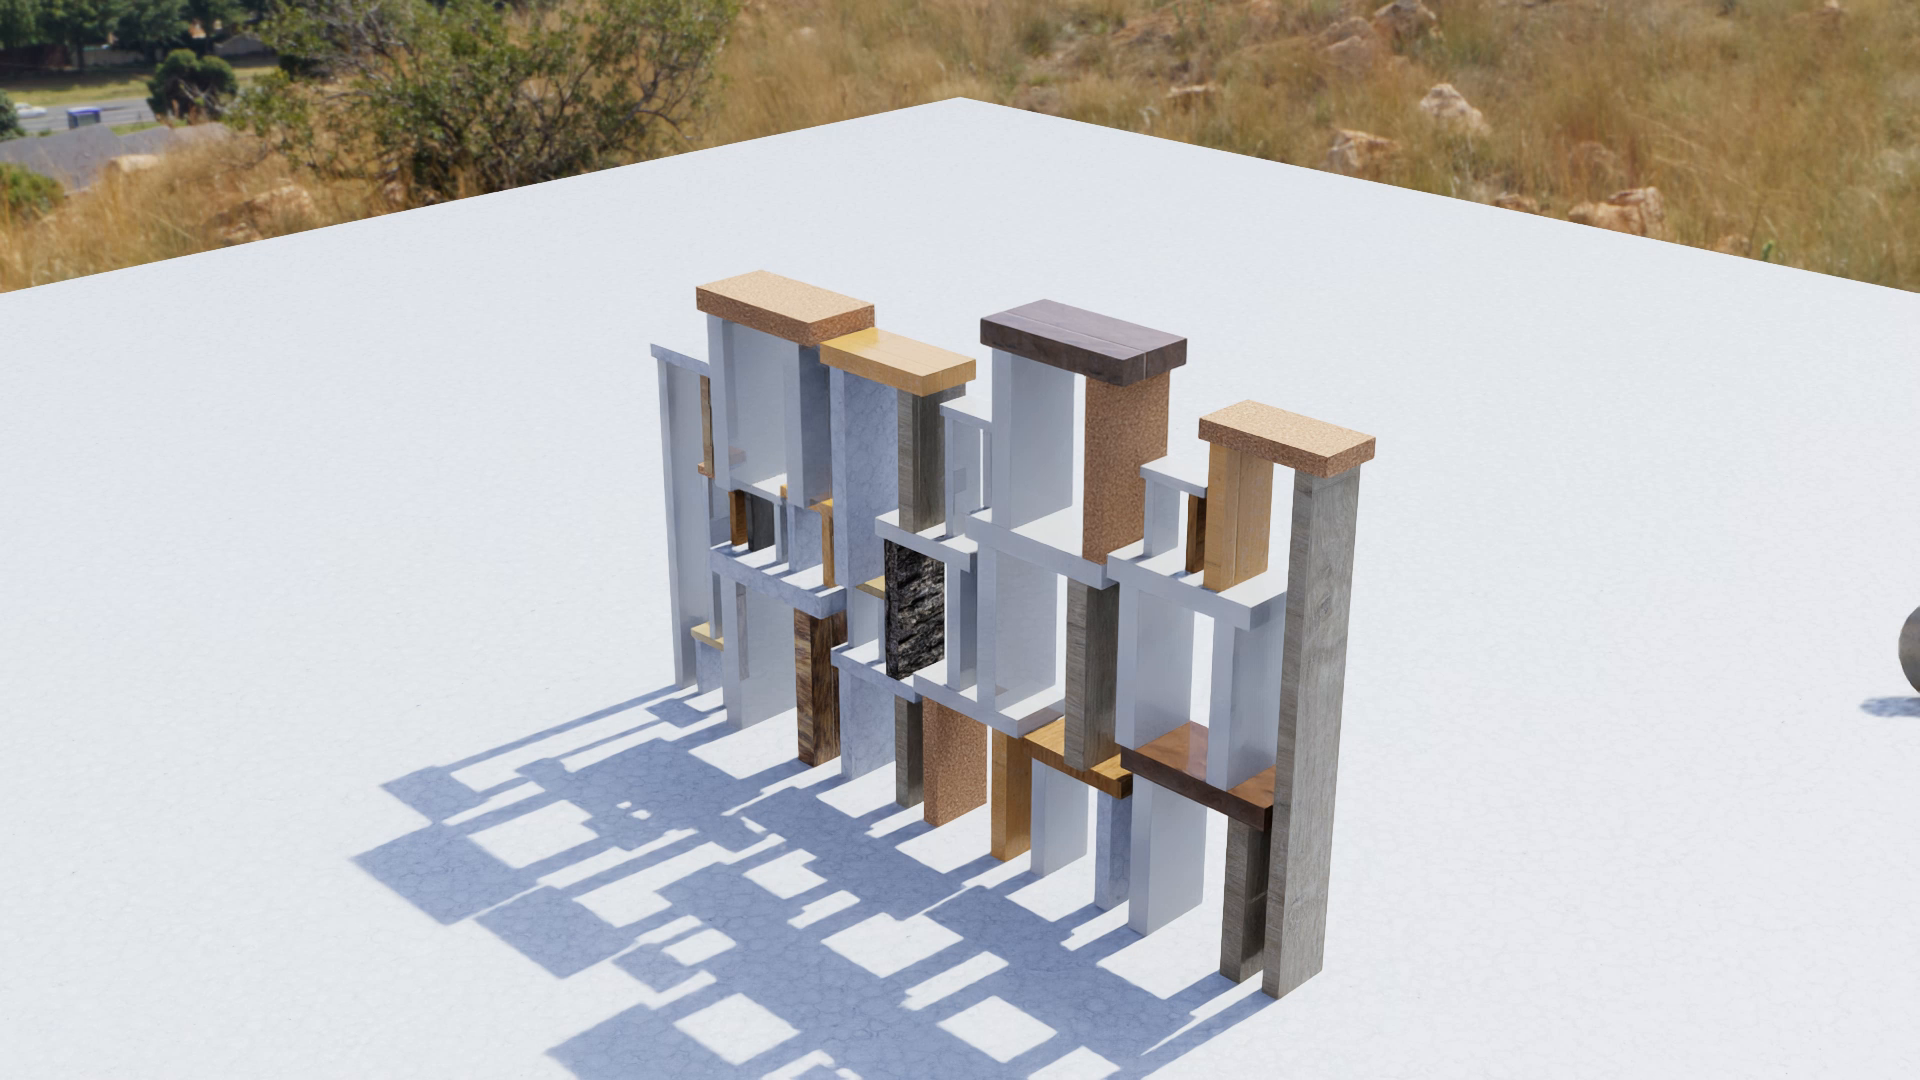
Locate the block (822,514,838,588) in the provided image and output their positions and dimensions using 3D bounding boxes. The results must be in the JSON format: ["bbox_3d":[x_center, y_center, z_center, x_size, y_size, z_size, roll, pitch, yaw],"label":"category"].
[{"bbox_3d":[-0.243,0.011,4.489,0.023,0.162,0.081,21,31,40],"label":"block"}]

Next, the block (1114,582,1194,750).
[{"bbox_3d":[0.350,0.203,3.931,0.158,0.315,0.045,-21,31,-41],"label":"block"}]

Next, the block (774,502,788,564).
[{"bbox_3d":[-0.356,-0.024,4.603,0.019,0.136,0.068,21,30,41],"label":"block"}]

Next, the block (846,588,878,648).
[{"bbox_3d":[-0.199,0.146,4.510,0.020,0.139,0.069,21,31,41],"label":"block"}]

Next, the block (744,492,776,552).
[{"bbox_3d":[-0.421,-0.049,4.662,0.068,0.136,0.019,-22,30,-40],"label":"block"}]

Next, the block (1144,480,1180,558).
[{"bbox_3d":[0.351,-0.046,3.820,0.071,0.142,0.020,-21,31,-41],"label":"block"}]

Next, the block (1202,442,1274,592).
[{"bbox_3d":[0.468,-0.054,3.688,0.037,0.259,0.130,21,31,41],"label":"block"}]

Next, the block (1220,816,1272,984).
[{"bbox_3d":[0.537,0.611,3.906,0.046,0.324,0.162,21,31,41],"label":"block"}]

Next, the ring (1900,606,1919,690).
[{"bbox_3d":[2.224,0.246,4.898,0.258,0.258,0.086,1,-8,3],"label":"ring"}]

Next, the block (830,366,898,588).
[{"bbox_3d":[-0.187,-0.139,4.365,0.040,0.460,0.142,21,31,41],"label":"block"}]

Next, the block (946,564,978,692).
[{"bbox_3d":[0.033,0.151,4.247,0.037,0.259,0.130,21,31,41],"label":"block"}]

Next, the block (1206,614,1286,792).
[{"bbox_3d":[0.498,0.261,3.795,0.045,0.315,0.157,21,31,41],"label":"block"}]

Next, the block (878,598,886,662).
[{"bbox_3d":[-0.134,0.172,4.450,0.020,0.139,0.069,21,31,41],"label":"block"}]

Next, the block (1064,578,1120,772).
[{"bbox_3d":[0.269,0.222,4.027,0.169,0.377,0.048,-21,31,-40],"label":"block"}]

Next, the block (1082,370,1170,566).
[{"bbox_3d":[0.290,-0.140,3.845,0.168,0.336,0.048,-21,31,-40],"label":"block"}]

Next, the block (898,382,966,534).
[{"bbox_3d":[-0.053,-0.167,4.207,0.040,0.284,0.142,21,31,41],"label":"block"}]

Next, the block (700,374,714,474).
[{"bbox_3d":[-0.494,-0.257,4.656,0.031,0.217,0.108,21,31,41],"label":"block"}]

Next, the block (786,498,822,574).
[{"bbox_3d":[-0.319,-0.019,4.559,0.081,0.162,0.023,-21,31,-40],"label":"block"}]

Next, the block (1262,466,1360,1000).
[{"bbox_3d":[0.591,0.330,3.718,0.037,0.989,0.130,21,31,41],"label":"block"}]

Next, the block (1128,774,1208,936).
[{"bbox_3d":[0.384,0.551,4.047,0.046,0.324,0.162,21,31,41],"label":"block"}]

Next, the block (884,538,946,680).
[{"bbox_3d":[-0.089,0.121,4.367,0.037,0.297,0.130,21,31,41],"label":"block"}]

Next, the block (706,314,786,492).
[{"bbox_3d":[-0.433,-0.303,4.558,0.173,0.375,0.049,-21,31,-40],"label":"block"}]

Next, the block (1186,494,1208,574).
[{"bbox_3d":[0.418,-0.020,3.758,0.020,0.142,0.071,21,31,41],"label":"block"}]

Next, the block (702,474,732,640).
[{"bbox_3d":[-0.522,0.031,4.799,0.019,0.387,0.067,21,31,41],"label":"block"}]

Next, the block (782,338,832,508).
[{"bbox_3d":[-0.270,-0.253,4.400,0.049,0.346,0.173,21,31,40],"label":"block"}]

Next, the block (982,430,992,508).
[{"bbox_3d":[0.076,-0.141,4.087,0.075,0.149,0.021,-21,31,-40],"label":"block"}]

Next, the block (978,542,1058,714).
[{"bbox_3d":[0.109,0.142,4.166,0.048,0.338,0.169,21,31,41],"label":"block"}]

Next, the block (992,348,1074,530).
[{"bbox_3d":[0.133,-0.202,3.992,0.168,0.336,0.048,-21,31,-40],"label":"block"}]

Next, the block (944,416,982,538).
[{"bbox_3d":[0.006,-0.127,4.170,0.021,0.240,0.075,21,31,41],"label":"block"}]

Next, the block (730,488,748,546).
[{"bbox_3d":[-0.458,-0.060,4.691,0.019,0.135,0.068,21,31,41],"label":"block"}]

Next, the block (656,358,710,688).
[{"bbox_3d":[-0.596,-0.039,4.859,0.031,0.777,0.108,21,31,41],"label":"block"}]
